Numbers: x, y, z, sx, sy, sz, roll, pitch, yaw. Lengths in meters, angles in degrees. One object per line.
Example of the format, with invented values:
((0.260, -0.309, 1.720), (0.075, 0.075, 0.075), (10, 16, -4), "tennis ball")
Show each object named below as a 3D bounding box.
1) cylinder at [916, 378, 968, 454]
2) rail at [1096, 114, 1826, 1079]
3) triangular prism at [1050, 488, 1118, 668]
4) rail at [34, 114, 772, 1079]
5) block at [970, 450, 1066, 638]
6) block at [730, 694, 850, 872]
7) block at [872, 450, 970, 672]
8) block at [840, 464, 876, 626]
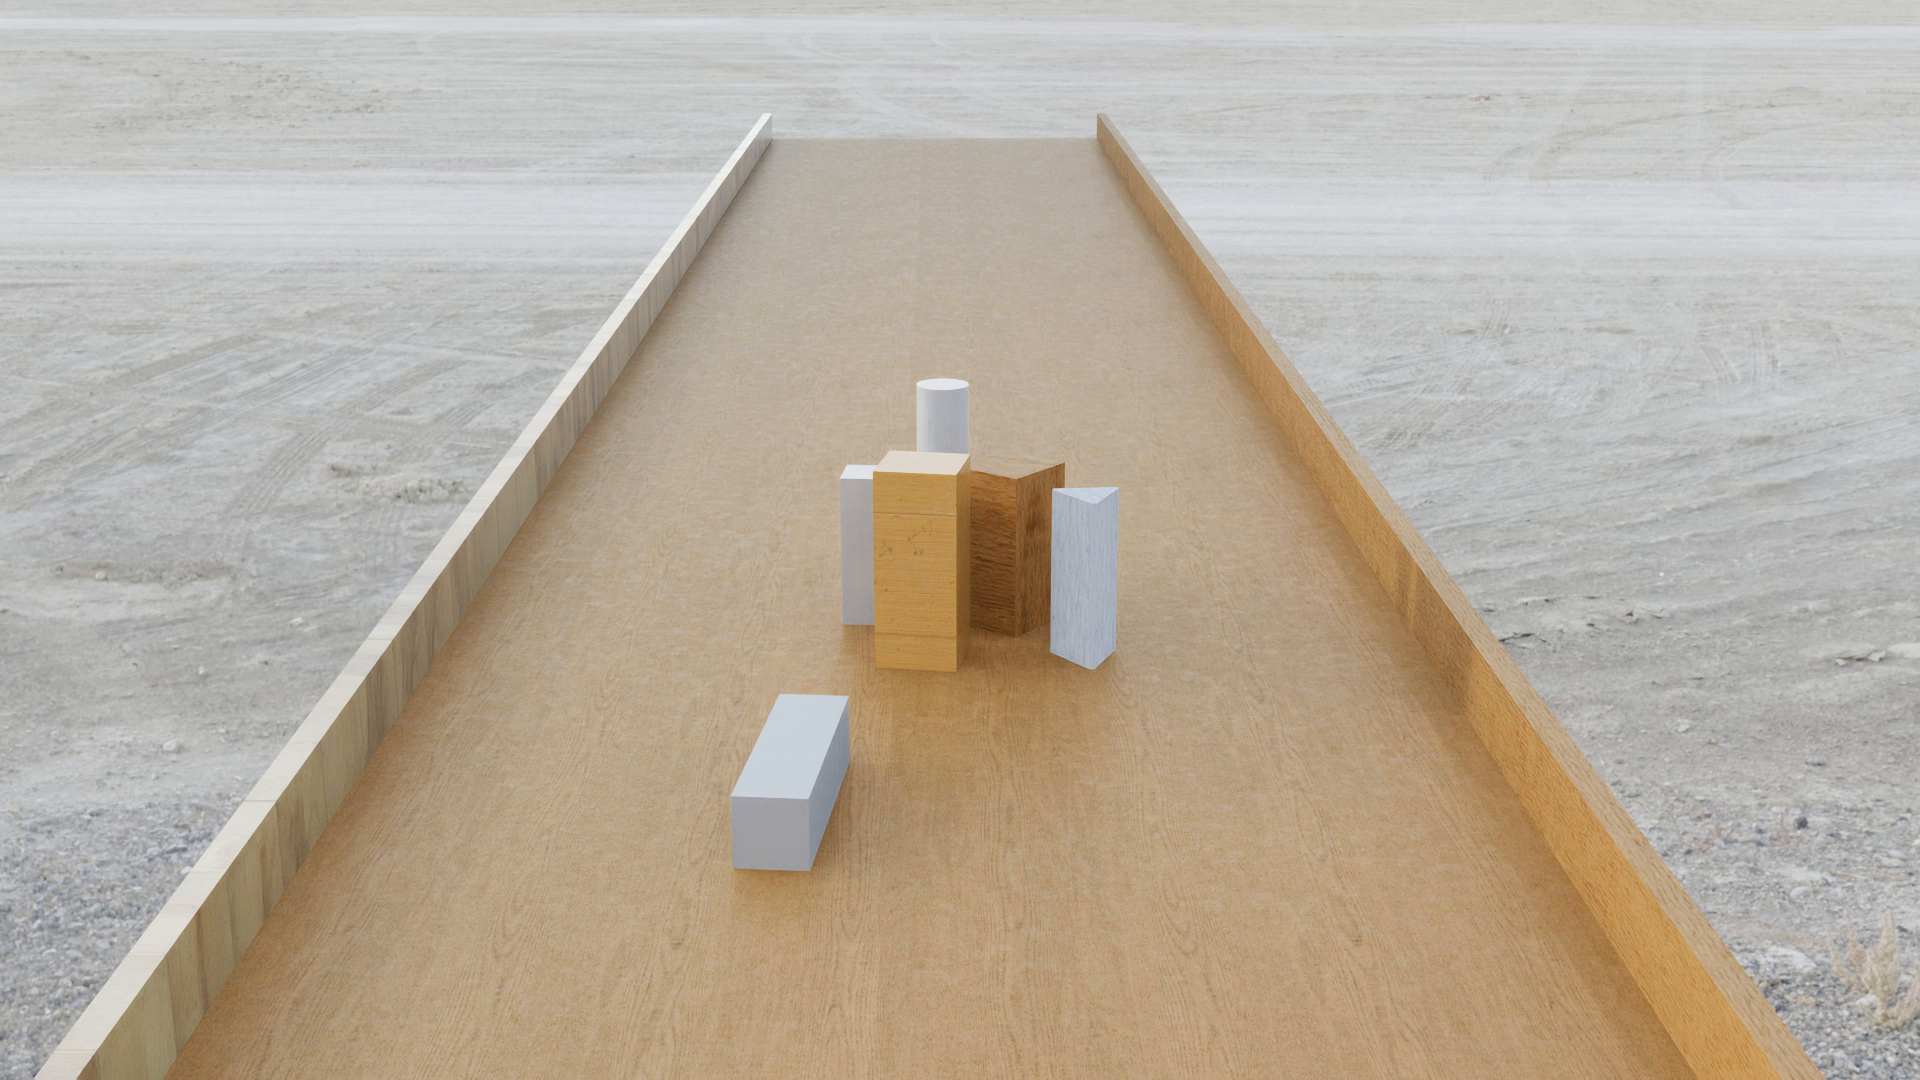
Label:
((-0.038, -0.125, 4.858), (0.115, 0.449, 0.115), (0, 17, 0), "cylinder")
((0.932, -0.844, 7.801), (0.050, 0.150, 12.000), (0, 17, -1), "rail")
((0.269, 0.068, 4.399), (0.115, 0.342, 0.132), (-12, 20, -34), "triangular prism")
((-1.118, -0.838, 7.780), (0.050, 0.150, 12.000), (0, 17, -1), "rail")
((0.100, 0.005, 4.614), (0.169, 0.339, 0.169), (13, 21, 36), "block")
((-0.277, 0.397, 3.675), (0.123, 0.123, 0.457), (1, 17, 5), "block")
((-0.074, 0.041, 4.383), (0.164, 0.403, 0.164), (3, 17, 9), "block")
((-0.188, 0.011, 4.633), (0.111, 0.318, 0.111), (1, 17, 5), "block")
